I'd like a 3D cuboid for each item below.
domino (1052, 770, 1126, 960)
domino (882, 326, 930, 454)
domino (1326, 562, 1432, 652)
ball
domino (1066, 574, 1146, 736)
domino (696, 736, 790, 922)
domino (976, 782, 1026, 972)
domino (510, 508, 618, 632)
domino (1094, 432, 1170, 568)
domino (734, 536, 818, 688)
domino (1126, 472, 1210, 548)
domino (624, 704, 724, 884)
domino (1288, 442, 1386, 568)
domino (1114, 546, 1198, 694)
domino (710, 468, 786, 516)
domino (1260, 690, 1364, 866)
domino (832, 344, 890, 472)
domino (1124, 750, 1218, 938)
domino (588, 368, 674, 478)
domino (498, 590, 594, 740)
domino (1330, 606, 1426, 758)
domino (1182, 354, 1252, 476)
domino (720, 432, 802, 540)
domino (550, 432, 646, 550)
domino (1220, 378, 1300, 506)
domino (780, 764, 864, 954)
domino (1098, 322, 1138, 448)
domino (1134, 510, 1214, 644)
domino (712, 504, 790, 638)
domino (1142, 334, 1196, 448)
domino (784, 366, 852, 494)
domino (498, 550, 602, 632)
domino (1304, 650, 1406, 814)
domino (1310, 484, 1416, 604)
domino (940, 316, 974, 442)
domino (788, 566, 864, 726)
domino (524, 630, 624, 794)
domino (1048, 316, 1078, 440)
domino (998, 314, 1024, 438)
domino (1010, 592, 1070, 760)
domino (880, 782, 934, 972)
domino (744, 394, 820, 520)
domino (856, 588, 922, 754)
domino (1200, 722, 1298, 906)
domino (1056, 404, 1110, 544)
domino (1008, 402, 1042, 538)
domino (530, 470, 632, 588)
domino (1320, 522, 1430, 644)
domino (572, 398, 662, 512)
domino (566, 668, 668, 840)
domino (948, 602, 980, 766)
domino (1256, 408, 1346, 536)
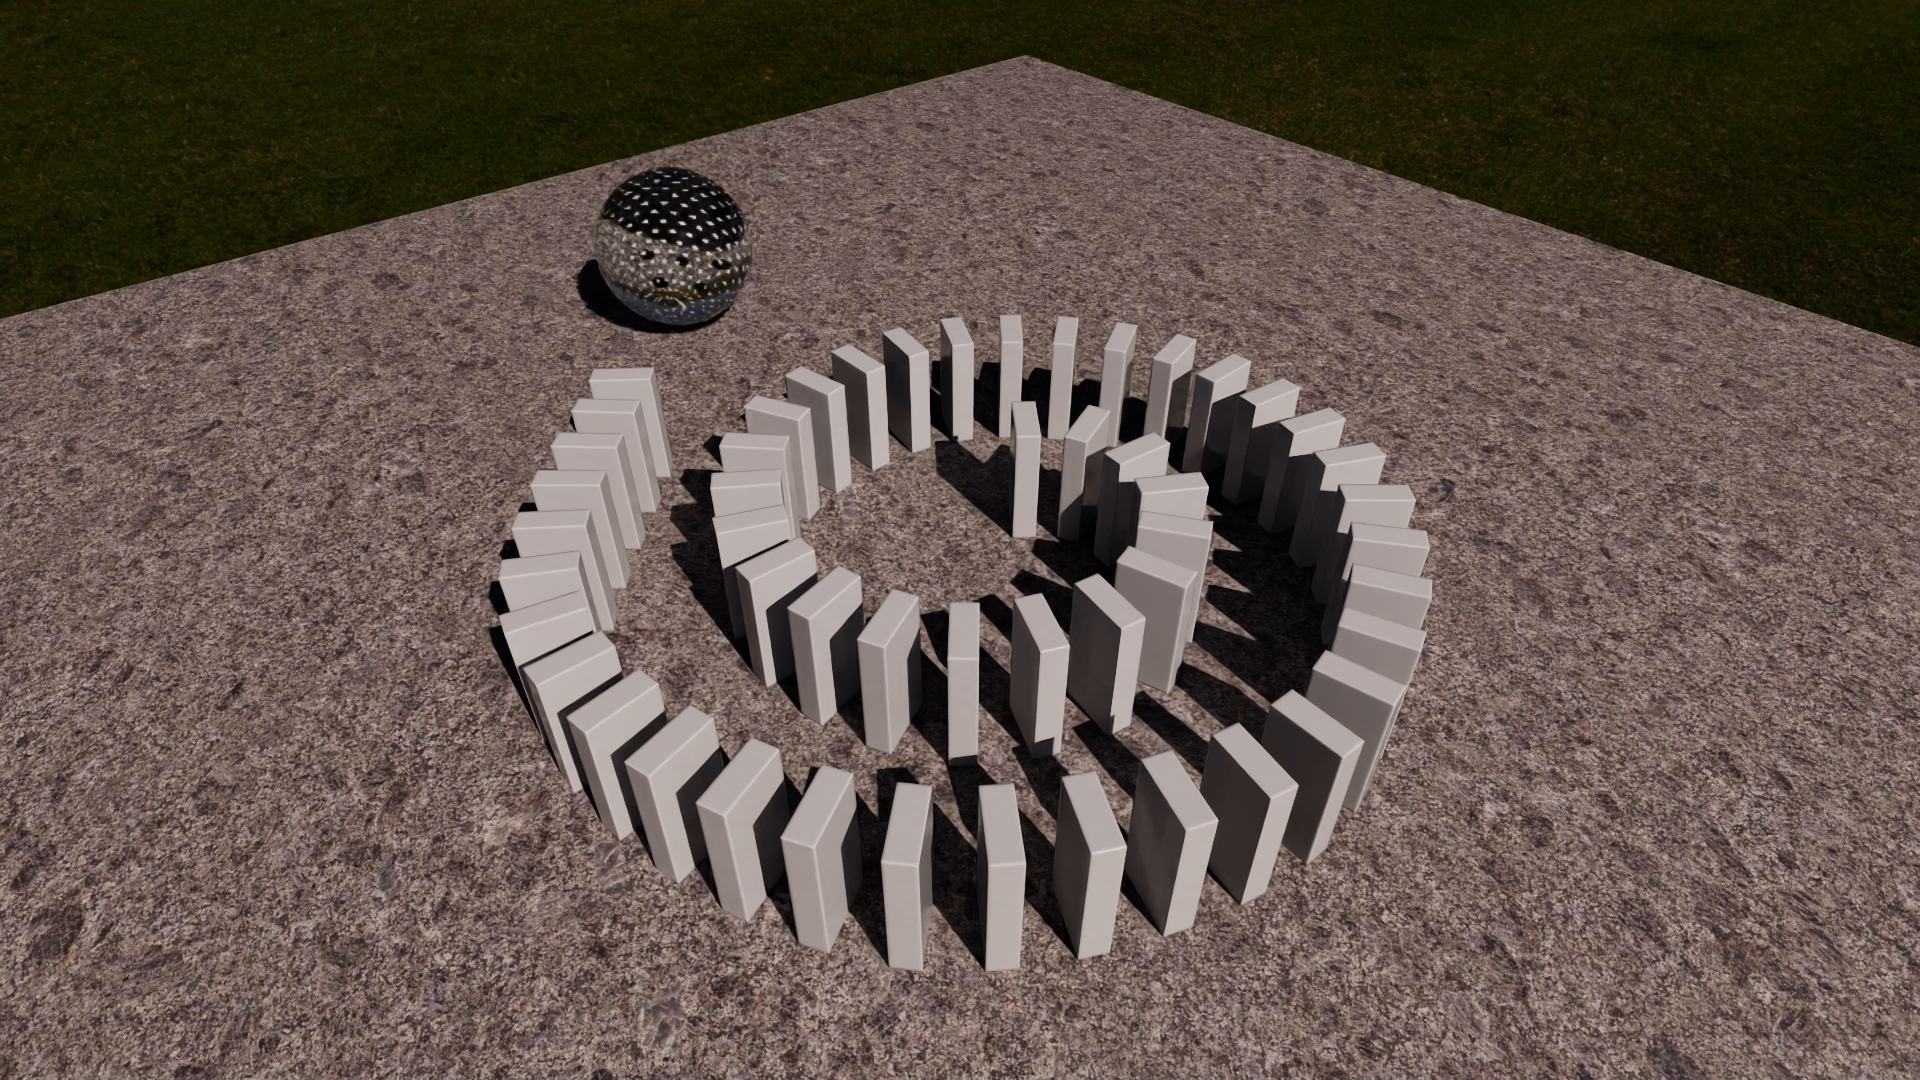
[{"bbox_3d":[0.035,0.090,0.302,0.009,0.050,0.025,-8,40,-10],"label":"domino"},{"bbox_3d":[-0.024,-0.067,0.493,0.010,0.050,0.025,-21,44,-23],"label":"domino"},{"bbox_3d":[0.140,0.032,0.372,0.025,0.050,0.010,13,41,15],"label":"domino"},{"bbox_3d":[-0.149,-0.152,0.574,0.080,0.080,0.080,0,39,0],"label":"ball"},{"bbox_3d":[0.047,0.038,0.365,0.010,0.050,0.025,-21,44,-24],"label":"domino"},{"bbox_3d":[-0.059,0.082,0.311,0.010,0.050,0.025,18,43,21],"label":"domino"},{"bbox_3d":[0.011,0.092,0.299,0.010,0.050,0.025,-3,39,-4],"label":"domino"},{"bbox_3d":[-0.142,0.012,0.397,0.025,0.050,0.009,-3,39,-3],"label":"domino"},{"bbox_3d":[0.067,-0.015,0.430,0.025,0.050,0.010,-24,45,-26],"label":"domino"},{"bbox_3d":[-0.061,0.025,0.380,0.025,0.050,0.009,-28,47,-29],"label":"domino"},{"bbox_3d":[0.076,-0.001,0.413,0.025,0.050,0.009,-6,40,-7],"label":"domino"},{"bbox_3d":[-0.080,0.075,0.320,0.009,0.050,0.025,23,45,26],"label":"domino"},{"bbox_3d":[0.146,-0.013,0.427,0.025,0.050,0.010,-10,40,-11],"label":"domino"},{"bbox_3d":[0.065,0.028,0.377,0.025,0.050,0.009,22,44,25],"label":"domino"},{"bbox_3d":[-0.078,-0.003,0.415,0.025,0.050,0.010,-4,40,-5],"label":"domino"},{"bbox_3d":[0.100,0.071,0.325,0.009,0.050,0.025,-27,46,-29],"label":"domino"},{"bbox_3d":[-0.043,-0.058,0.482,0.009,0.050,0.025,-30,48,-31],"label":"domino"},{"bbox_3d":[0.058,0.085,0.307,0.010,0.050,0.025,-13,41,-16],"label":"domino"},{"bbox_3d":[-0.140,-0.050,0.472,0.025,0.050,0.009,-2,39,-3],"label":"domino"},{"bbox_3d":[-0.131,0.042,0.360,0.025,0.050,0.010,-19,43,-21],"label":"domino"},{"bbox_3d":[0.130,0.046,0.355,0.025,0.050,0.010,18,43,21],"label":"domino"},{"bbox_3d":[0.111,-0.053,0.476,0.025,0.050,0.010,-30,48,-32],"label":"domino"},{"bbox_3d":[-0.078,-0.018,0.434,0.025,0.050,0.009,3,39,4],"label":"domino"},{"bbox_3d":[-0.142,-0.019,0.434,0.025,0.050,0.010,1,39,2],"label":"domino"},{"bbox_3d":[0.126,-0.041,0.461,0.025,0.050,0.009,-23,44,-25],"label":"domino"},{"bbox_3d":[-0.037,0.088,0.303,0.009,0.050,0.025,12,41,15],"label":"domino"},{"bbox_3d":[0.070,-0.070,0.496,0.009,0.050,0.025,12,41,14],"label":"domino"},{"bbox_3d":[0.074,0.014,0.395,0.025,0.050,0.010,10,40,11],"label":"domino"},{"bbox_3d":[-0.073,0.012,0.397,0.025,0.050,0.009,-12,41,-14],"label":"domino"},{"bbox_3d":[0.092,-0.063,0.488,0.009,0.050,0.025,22,44,25],"label":"domino"},{"bbox_3d":[-0.060,-0.046,0.468,0.025,0.050,0.009,26,46,29],"label":"domino"},{"bbox_3d":[-0.139,0.027,0.378,0.025,0.050,0.009,-7,40,-9],"label":"domino"},{"bbox_3d":[0.117,0.060,0.339,0.025,0.050,0.009,26,46,28],"label":"domino"},{"bbox_3d":[0.149,0.002,0.409,0.025,0.050,0.010,0,39,0],"label":"domino"},{"bbox_3d":[-0.001,-0.073,0.500,0.010,0.050,0.025,-8,40,-10],"label":"domino"},{"bbox_3d":[-0.043,0.036,0.368,0.009,0.050,0.025,24,45,27],"label":"domino"},{"bbox_3d":[-0.117,0.054,0.345,0.025,0.050,0.009,-29,47,-30],"label":"domino"},{"bbox_3d":[0.047,-0.073,0.501,0.009,0.050,0.025,6,40,7],"label":"domino"},{"bbox_3d":[0.023,-0.074,0.502,0.009,0.050,0.025,0,39,0],"label":"domino"},{"bbox_3d":[0.025,0.045,0.357,0.009,0.050,0.025,-11,41,-13],"label":"domino"},{"bbox_3d":[-0.014,0.092,0.299,0.010,0.050,0.025,4,40,5],"label":"domino"},{"bbox_3d":[-0.073,-0.033,0.452,0.025,0.050,0.010,15,42,18],"label":"domino"},{"bbox_3d":[-0.022,0.043,0.359,0.009,0.050,0.025,15,42,18],"label":"domino"},{"bbox_3d":[0.080,0.079,0.315,0.009,0.050,0.025,-19,43,-21],"label":"domino"},{"bbox_3d":[0.050,-0.026,0.443,0.010,0.050,0.025,18,43,20],"label":"domino"},{"bbox_3d":[0.026,-0.028,0.446,0.009,0.050,0.025,-1,39,-2],"label":"domino"},{"bbox_3d":[-0.142,-0.003,0.416,0.025,0.050,0.009,0,39,0],"label":"domino"},{"bbox_3d":[0.146,0.018,0.390,0.025,0.050,0.009,7,40,9],"label":"domino"},{"bbox_3d":[-0.141,-0.034,0.453,0.025,0.050,0.010,2,39,2],"label":"domino"},{"bbox_3d":[-0.100,0.065,0.332,0.010,0.050,0.025,29,47,30],"label":"domino"},{"bbox_3d":[0.001,0.047,0.354,0.010,0.050,0.025,1,39,1],"label":"domino"},{"bbox_3d":[0.137,-0.027,0.445,0.025,0.050,0.010,-16,42,-19],"label":"domino"}]
